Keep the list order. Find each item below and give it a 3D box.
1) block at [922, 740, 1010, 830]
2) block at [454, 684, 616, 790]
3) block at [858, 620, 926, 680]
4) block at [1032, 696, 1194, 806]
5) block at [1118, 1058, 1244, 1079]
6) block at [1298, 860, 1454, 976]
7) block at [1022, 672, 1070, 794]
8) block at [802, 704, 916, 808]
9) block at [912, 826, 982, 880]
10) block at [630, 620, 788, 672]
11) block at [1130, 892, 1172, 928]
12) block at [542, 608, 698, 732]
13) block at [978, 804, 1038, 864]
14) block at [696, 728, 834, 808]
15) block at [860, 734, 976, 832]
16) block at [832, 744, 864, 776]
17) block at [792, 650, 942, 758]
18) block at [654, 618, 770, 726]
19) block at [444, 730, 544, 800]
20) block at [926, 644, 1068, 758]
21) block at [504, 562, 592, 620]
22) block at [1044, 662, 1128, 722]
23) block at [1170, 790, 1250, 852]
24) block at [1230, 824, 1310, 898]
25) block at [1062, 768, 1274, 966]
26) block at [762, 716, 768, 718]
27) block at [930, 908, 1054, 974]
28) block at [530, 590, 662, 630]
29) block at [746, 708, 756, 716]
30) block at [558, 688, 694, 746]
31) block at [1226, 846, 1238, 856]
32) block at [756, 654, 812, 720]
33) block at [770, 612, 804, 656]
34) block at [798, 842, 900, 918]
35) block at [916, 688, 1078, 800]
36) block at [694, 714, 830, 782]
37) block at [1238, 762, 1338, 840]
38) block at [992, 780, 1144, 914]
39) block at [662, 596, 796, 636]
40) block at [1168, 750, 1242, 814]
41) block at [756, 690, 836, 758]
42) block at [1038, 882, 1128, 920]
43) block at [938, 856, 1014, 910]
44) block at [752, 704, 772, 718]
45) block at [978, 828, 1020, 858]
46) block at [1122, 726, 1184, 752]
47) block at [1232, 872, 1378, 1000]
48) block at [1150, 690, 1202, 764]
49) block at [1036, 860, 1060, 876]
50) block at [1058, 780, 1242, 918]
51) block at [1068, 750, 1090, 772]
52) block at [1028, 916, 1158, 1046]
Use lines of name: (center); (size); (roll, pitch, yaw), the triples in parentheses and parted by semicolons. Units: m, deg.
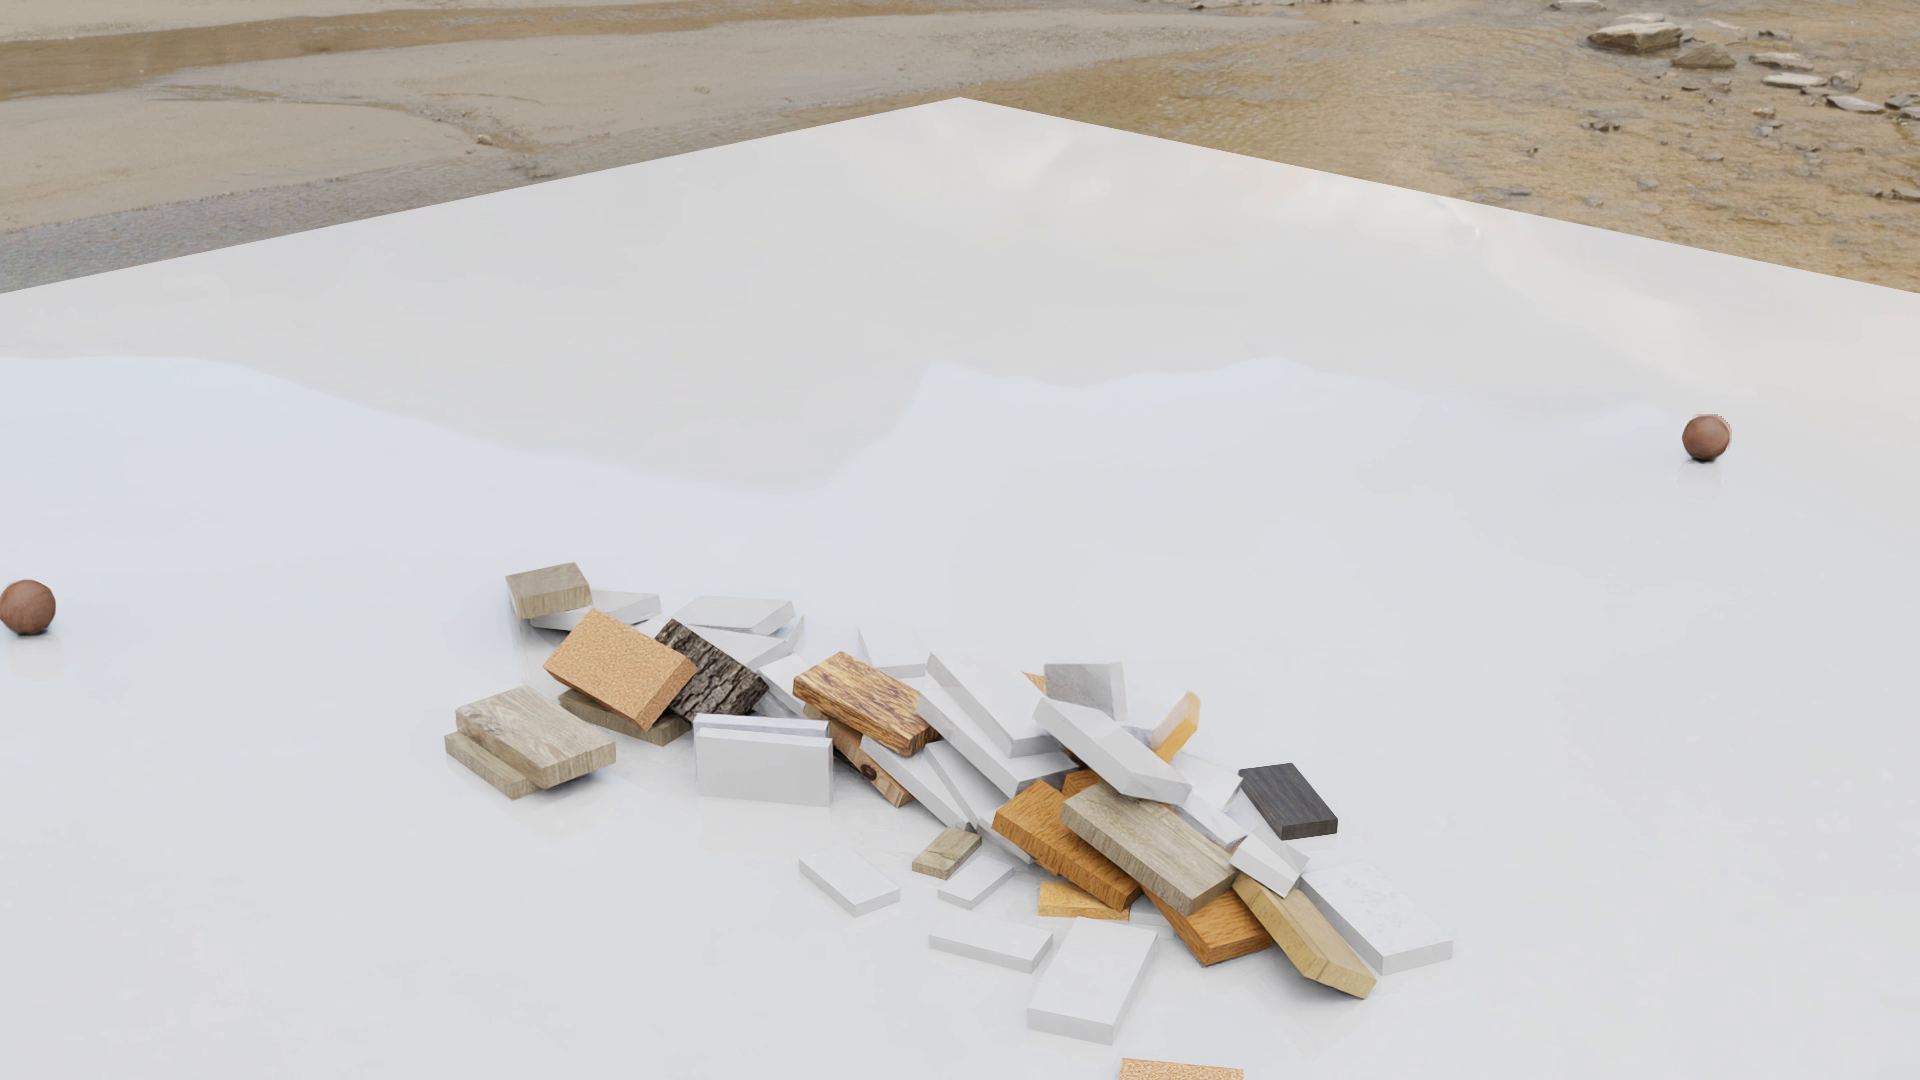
block: (0.023, 0.486, 4.419); (0.099, 0.028, 0.227); (-8, 41, -31)
block: (-0.895, 0.411, 4.629); (0.175, 0.049, 0.349); (-19, 29, -38)
block: (-0.161, 0.256, 5.115); (0.118, 0.034, 0.237); (-4, 23, -10)
block: (0.292, 0.407, 4.245); (0.161, 0.046, 0.321); (15, 14, -37)
block: (0.361, 0.900, 3.603); (0.202, 0.029, 0.101); (4, 23, 8)
block: (0.766, 0.696, 4.068); (0.147, 0.042, 0.294); (-9, 25, -20)
block: (0.155, 0.420, 4.545); (0.158, 0.045, 0.496); (15, 25, -20)
block: (-0.170, 0.416, 4.577); (0.153, 0.043, 0.306); (-22, 54, -42)
block: (-0.025, 0.611, 4.293); (0.075, 0.021, 0.149); (12, 26, 25)
block: (-0.612, 0.250, 4.958); (0.442, 0.046, 0.163); (6, 23, 33)
block: (0.372, 0.671, 4.148); (0.084, 0.024, 0.167); (4, 23, 10)
block: (-0.747, 0.280, 4.815); (0.349, 0.049, 0.175); (22, 66, 42)
block: (0.111, 0.570, 4.272); (0.072, 0.020, 0.143); (-20, 42, -39)
block: (-0.398, 0.464, 4.490); (0.276, 0.138, 0.039); (4, 23, 9)
block: (-0.044, 0.471, 4.476); (0.153, 0.043, 0.306); (-22, 50, -42)
block: (-0.215, 0.430, 4.637); (0.216, 0.031, 0.108); (31, 37, 26)
block: (-0.180, 0.336, 4.547); (0.306, 0.043, 0.153); (25, 34, 29)
block: (-0.575, 0.304, 4.766); (0.327, 0.046, 0.163); (28, 71, 42)
block: (-0.955, 0.457, 4.633); (0.138, 0.039, 0.276); (-19, 29, -37)
block: (0.084, 0.324, 4.465); (0.161, 0.046, 0.321); (-5, 33, -35)
block: (-0.992, 0.120, 5.288); (0.175, 0.049, 0.349); (-12, 11, -13)
block: (0.256, 0.310, 4.509); (0.034, 0.118, 0.237); (-7, 1, -32)
block: (0.450, 0.520, 4.286); (0.241, 0.021, 0.075); (37, 32, 32)
block: (0.582, 0.601, 4.125); (0.119, 0.034, 0.270); (32, 9, 12)
block: (0.387, 0.597, 4.129); (0.152, 0.043, 0.494); (-9, 38, -30)
block: (-0.376, 0.404, 4.787); (0.058, 0.016, 0.115); (-20, 30, -38)
block: (0.057, 0.729, 4.006); (0.202, 0.029, 0.101); (10, 25, 23)
block: (-0.865, 0.167, 5.197); (0.163, 0.046, 0.327); (-20, 15, -39)
block: (-0.526, 0.332, 4.859); (0.110, 0.031, 0.220); (-19, 30, -38)
block: (-0.721, 0.369, 4.837); (0.294, 0.042, 0.147); (14, 27, 30)
block: (0.520, 0.610, 4.286); (0.099, 0.028, 0.199); (-7, 24, -16)
block: (-0.325, 0.327, 4.700); (0.108, 0.031, 0.216); (-21, 45, -41)
block: (-0.471, 0.245, 5.130); (0.147, 0.042, 0.294); (4, 23, 9)
block: (-0.212, 0.648, 4.197); (0.101, 0.029, 0.202); (-15, 27, -32)
block: (0.073, 0.399, 4.417); (0.161, 0.046, 0.321); (-9, 36, -40)
block: (-0.410, 0.437, 4.553); (0.276, 0.138, 0.039); (3, 23, 7)
block: (0.664, 0.530, 4.468); (0.119, 0.034, 0.238); (-6, 24, -13)
block: (0.227, 0.579, 4.178); (0.303, 0.043, 0.152); (31, 35, 24)
block: (-0.546, 0.186, 5.167); (0.294, 0.042, 0.147); (2, 25, 38)
block: (0.437, 0.528, 4.342); (0.147, 0.042, 0.294); (23, 32, 17)
block: (-0.322, 0.384, 4.722); (0.216, 0.031, 0.108); (38, 40, 25)
block: (0.234, 0.678, 4.132); (0.167, 0.024, 0.084); (2, 23, 5)
block: (0.031, 0.653, 4.195); (0.075, 0.021, 0.149); (15, 27, 31)
block: (-0.427, 0.350, 4.771); (0.115, 0.016, 0.058); (23, 35, 16)
block: (0.109, 0.588, 4.348); (0.072, 0.020, 0.143); (-20, 30, -39)
block: (0.371, 0.429, 4.551); (0.238, 0.034, 0.119); (13, 18, -49)
block: (0.616, 0.704, 3.949); (0.147, 0.042, 0.294); (25, 13, -27)
block: (0.439, 0.387, 4.494); (0.034, 0.118, 0.237); (40, 12, 0)
block: (0.158, 0.596, 4.282); (0.143, 0.020, 0.072); (31, 37, 31)
block: (0.354, 0.563, 4.088); (0.317, 0.045, 0.158); (35, 39, 31)
block: (0.302, 0.477, 4.475); (0.158, 0.045, 0.317); (32, 19, -13)
block: (0.237, 0.774, 3.881); (0.152, 0.043, 0.303); (8, 24, 18)
